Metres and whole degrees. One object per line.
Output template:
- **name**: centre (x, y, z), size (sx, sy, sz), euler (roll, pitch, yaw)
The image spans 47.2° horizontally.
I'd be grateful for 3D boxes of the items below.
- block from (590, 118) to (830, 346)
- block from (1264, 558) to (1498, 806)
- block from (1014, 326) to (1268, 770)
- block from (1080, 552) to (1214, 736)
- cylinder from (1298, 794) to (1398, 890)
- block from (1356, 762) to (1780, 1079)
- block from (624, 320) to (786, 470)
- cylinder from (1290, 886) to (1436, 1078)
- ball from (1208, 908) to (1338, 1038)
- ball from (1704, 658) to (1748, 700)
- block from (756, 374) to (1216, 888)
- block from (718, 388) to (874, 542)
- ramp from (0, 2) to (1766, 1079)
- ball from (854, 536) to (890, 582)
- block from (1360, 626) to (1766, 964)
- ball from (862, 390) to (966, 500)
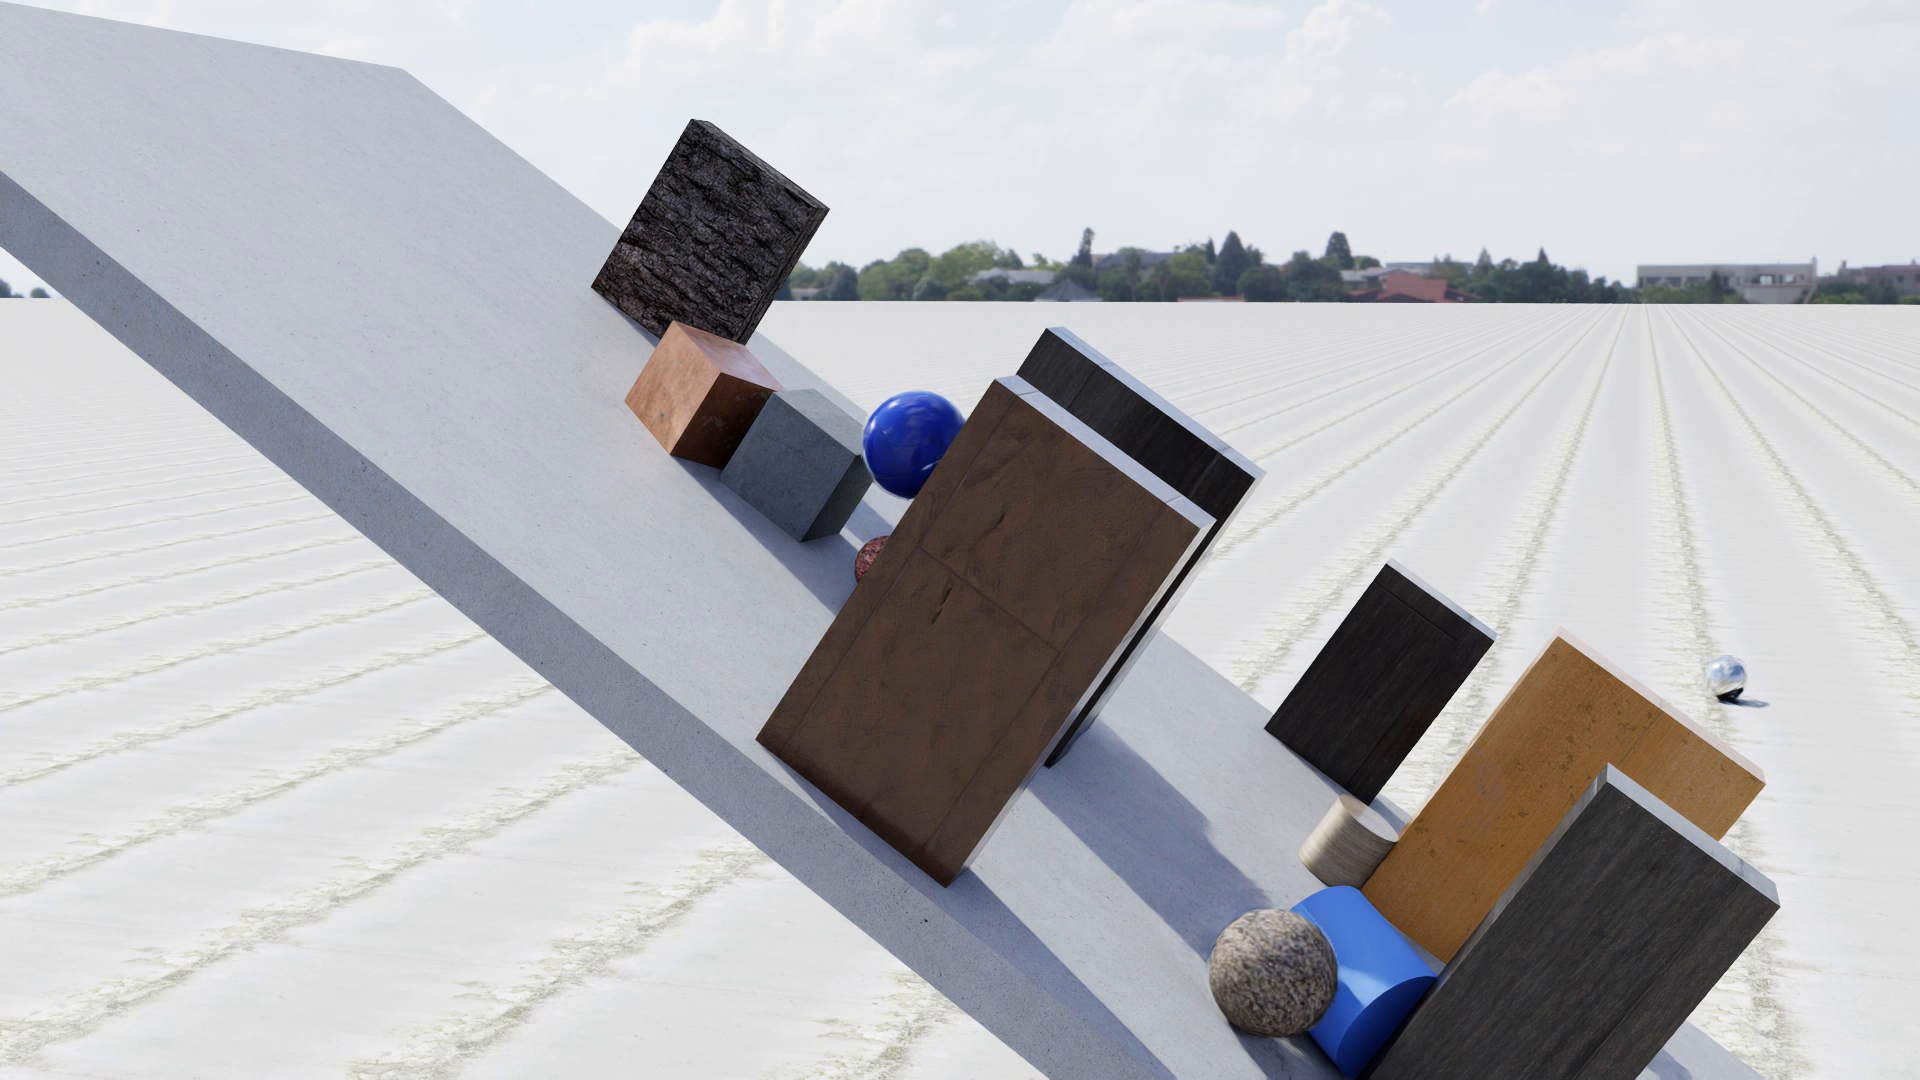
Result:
- **block**: centre (-0.529, -0.616, 4.645), size (0.329, 0.423, 0.099), euler (37, 15, 10)
- **block**: centre (0.903, 0.304, 4.732), size (0.277, 0.450, 0.104), euler (37, 15, 10)
- **block**: centre (0.166, 0.012, 3.788), size (0.433, 0.618, 0.117), euler (37, 15, 10)
- **block**: centre (0.159, 0.061, 4.022), size (0.445, 0.410, 0.091), euler (37, 15, 10)
- **cylinder**: centre (0.732, 0.577, 4.151), size (0.135, 0.135, 0.135), euler (31, 15, -10)
- **block**: centre (0.873, 0.669, 3.216), size (0.287, 0.631, 0.125), euler (37, 15, 10)
- **block**: centre (-0.476, -0.267, 4.143), size (0.185, 0.185, 0.185), euler (16, 23, -48)
- **cylinder**: centre (0.609, 0.686, 3.422), size (0.208, 0.208, 0.208), euler (-4, 35, -32)
- **ball**: centre (0.468, 0.647, 3.287), size (0.191, 0.191, 0.191), euler (0, 7, 0)
- **ball**: centre (3.338, 0.606, 9.585), size (0.186, 0.186, 0.186), euler (0, 7, 0)
- **block**: centre (0.030, 0.130, 3.117), size (0.350, 0.636, 0.116), euler (37, 15, 10)
- **block**: centre (-0.287, -0.142, 4.126), size (0.199, 0.199, 0.199), euler (37, 16, 12)
- **ramp**: centre (-0.104, 0.181, 4.088), size (4.000, 0.100, 2.000), euler (37, 15, 10)
- **ball**: centre (-0.132, 0.052, 4.001), size (0.121, 0.121, 0.121), euler (0, 7, 0)
- **block**: centre (1.107, 0.546, 4.084), size (0.443, 0.624, 0.124), euler (37, 15, 10)
- **ball**: centre (-0.078, -0.173, 4.001), size (0.201, 0.201, 0.201), euler (0, 7, 0)
